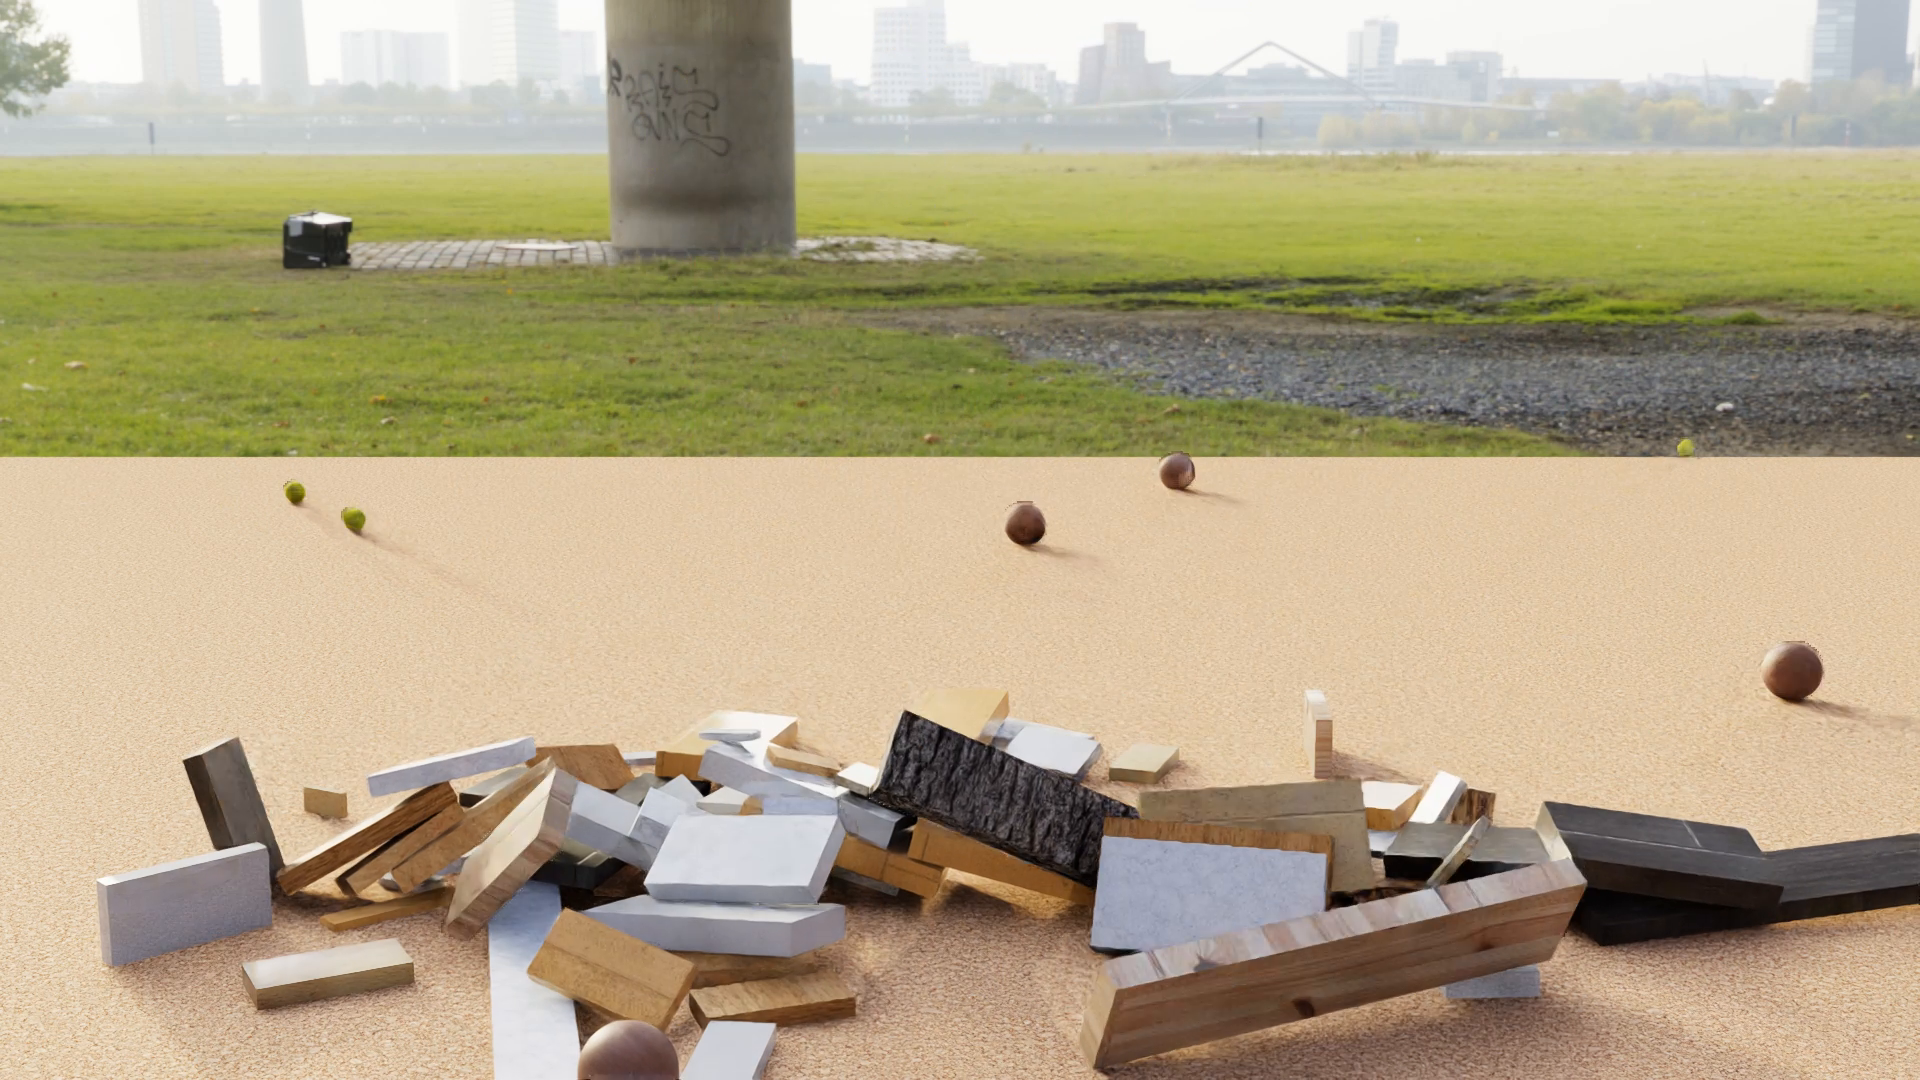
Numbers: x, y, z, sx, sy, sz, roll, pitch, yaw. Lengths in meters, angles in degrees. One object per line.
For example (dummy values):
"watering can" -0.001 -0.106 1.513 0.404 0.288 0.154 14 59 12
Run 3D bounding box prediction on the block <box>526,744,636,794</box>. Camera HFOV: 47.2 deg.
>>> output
"block" -0.708 0.437 4.123 0.217 0.031 0.108 5 44 -54

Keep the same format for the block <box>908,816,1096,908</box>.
"block" 0.095 0.523 3.668 0.347 0.049 0.173 15 12 3

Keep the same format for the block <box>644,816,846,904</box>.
"block" -0.335 0.497 3.429 0.287 0.041 0.144 -3 39 23

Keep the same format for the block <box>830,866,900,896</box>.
"block" -0.158 0.561 3.676 0.118 0.017 0.059 18 9 -1

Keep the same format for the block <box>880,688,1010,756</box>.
"block" -0.026 0.389 4.470 0.174 0.049 0.347 0 17 16

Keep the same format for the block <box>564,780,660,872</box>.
"block" -0.533 0.492 3.649 0.297 0.042 0.149 25 10 -7

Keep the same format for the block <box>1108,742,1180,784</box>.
"block" 0.368 0.445 4.379 0.094 0.027 0.187 4 11 20

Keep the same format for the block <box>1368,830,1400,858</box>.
"block" 0.693 0.538 3.856 0.236 0.033 0.118 3 11 16

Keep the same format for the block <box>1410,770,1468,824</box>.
"block" 0.824 0.467 3.818 0.019 0.131 0.066 35 -4 -19

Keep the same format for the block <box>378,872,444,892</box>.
"block" -0.925 0.576 3.708 0.099 0.014 0.050 5 12 26

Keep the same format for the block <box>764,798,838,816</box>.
"block" -0.260 0.453 3.587 0.121 0.060 0.017 2 -26 0

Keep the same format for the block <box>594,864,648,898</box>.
"block" -0.566 0.568 3.696 0.056 0.016 0.112 0 18 17

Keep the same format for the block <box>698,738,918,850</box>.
"block" -0.249 0.420 3.713 0.346 0.049 0.173 20 9 13

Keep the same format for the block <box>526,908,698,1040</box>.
"block" -0.494 0.614 3.125 0.218 0.031 0.109 19 61 18

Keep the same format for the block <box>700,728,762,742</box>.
"block" -0.391 0.333 3.755 0.094 0.013 0.047 0 4 17

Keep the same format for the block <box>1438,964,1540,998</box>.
"block" 0.775 0.627 3.361 0.139 0.039 0.278 -1 11 -3

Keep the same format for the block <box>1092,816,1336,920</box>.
"block" 0.396 0.541 3.438 0.359 0.180 0.051 3 -19 16

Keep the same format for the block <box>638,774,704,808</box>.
"block" -0.500 0.486 3.907 0.031 0.108 0.217 -44 -3 11

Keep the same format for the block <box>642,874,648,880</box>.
"block" -0.507 0.560 3.786 0.112 0.016 0.056 -7 13 -33

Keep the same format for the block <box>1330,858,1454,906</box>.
"block" 0.684 0.571 3.662 0.282 0.040 0.141 2 11 13

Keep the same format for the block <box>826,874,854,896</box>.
"block" -0.231 0.552 3.673 0.118 0.017 0.059 29 8 -7

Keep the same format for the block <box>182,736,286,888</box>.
"block" -1.201 0.463 3.651 0.036 0.254 0.127 -17 6 11

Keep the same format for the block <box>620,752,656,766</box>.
"block" -0.643 0.441 4.436 0.095 0.014 0.048 -2 11 -10

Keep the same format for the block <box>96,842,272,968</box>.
"block" -1.208 0.567 3.435 0.261 0.131 0.037 -10 14 -43

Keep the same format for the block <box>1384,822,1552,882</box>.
"block" 0.856 0.517 3.618 0.282 0.040 0.141 0 16 29

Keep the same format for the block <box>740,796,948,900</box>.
"block" -0.188 0.498 3.678 0.346 0.049 0.173 19 9 5

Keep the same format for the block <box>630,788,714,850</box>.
"block" -0.394 0.510 3.648 0.297 0.042 0.149 25 9 -6

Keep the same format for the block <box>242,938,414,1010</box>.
"block" -0.942 0.646 3.280 0.228 0.032 0.114 -6 12 -28

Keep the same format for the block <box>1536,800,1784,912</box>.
"block" 1.116 0.505 3.521 0.346 0.049 0.173 8 24 -5

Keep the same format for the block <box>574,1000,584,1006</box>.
"block" -0.527 0.646 3.293 0.094 0.027 0.188 -1 11 -6

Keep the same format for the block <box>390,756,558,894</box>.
"block" -0.801 0.472 3.661 0.297 0.042 0.148 -33 7 -3
